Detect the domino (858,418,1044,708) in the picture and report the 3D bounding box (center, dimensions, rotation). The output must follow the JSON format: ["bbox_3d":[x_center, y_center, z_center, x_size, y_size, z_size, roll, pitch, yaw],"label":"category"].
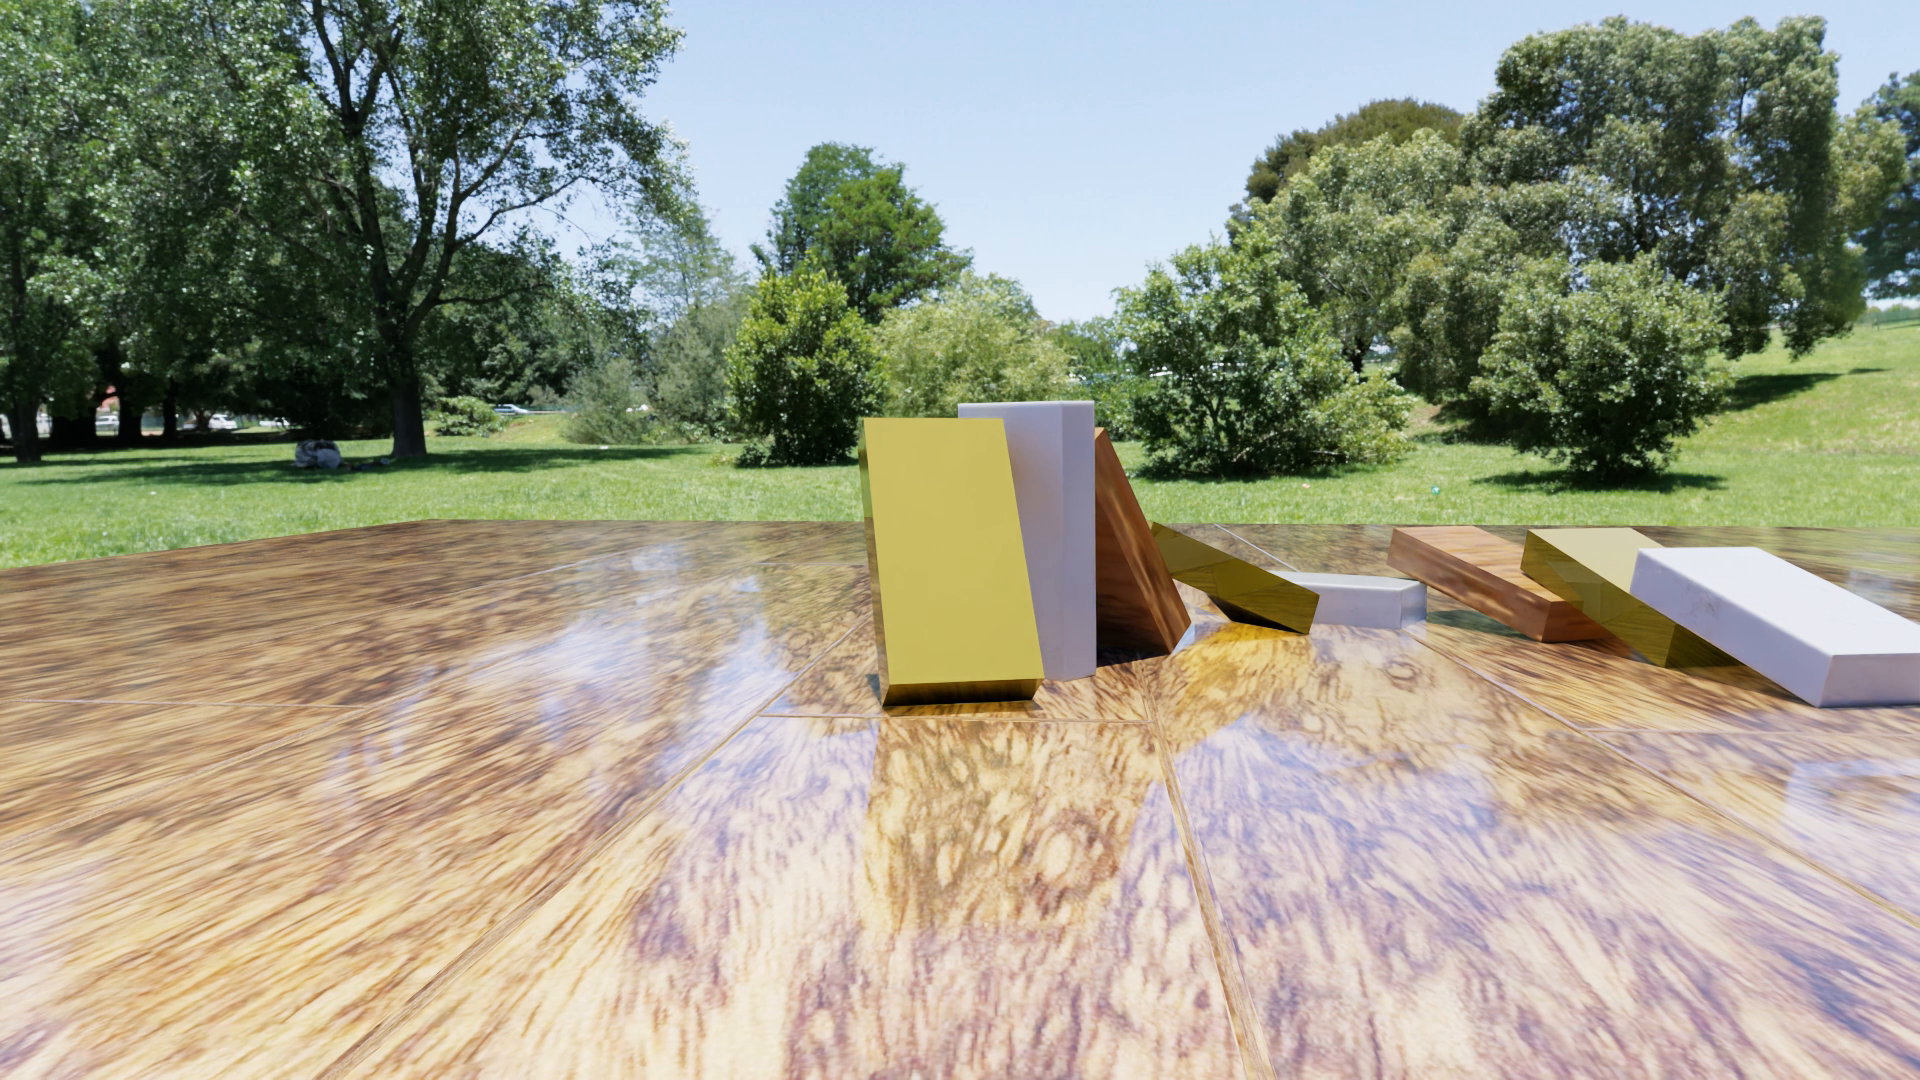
[{"bbox_3d":[-0.002,0.003,0.218,0.025,0.050,0.009,-1,-29,-12],"label":"domino"}]

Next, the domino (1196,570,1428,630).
[{"bbox_3d":[0.087,0.014,0.317,0.050,0.010,0.025,3,5,33],"label":"domino"}]

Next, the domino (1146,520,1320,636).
[{"bbox_3d":[0.053,0.008,0.285,0.050,0.009,0.025,22,-7,-28],"label":"domino"}]

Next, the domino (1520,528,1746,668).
[{"bbox_3d":[0.143,0.011,0.267,0.025,0.010,0.050,-1,21,-9],"label":"domino"}]

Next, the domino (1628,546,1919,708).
[{"bbox_3d":[0.148,0.014,0.230,0.025,0.010,0.050,-1,19,-7],"label":"domino"}]

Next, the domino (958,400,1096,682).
[{"bbox_3d":[0.012,0.000,0.239,0.025,0.050,0.009,4,7,43],"label":"domino"}]

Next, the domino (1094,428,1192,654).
[{"bbox_3d":[0.026,0.000,0.258,0.025,0.050,0.010,4,43,43],"label":"domino"}]

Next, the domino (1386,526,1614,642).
[{"bbox_3d":[0.127,0.009,0.300,0.025,0.010,0.050,-2,19,-23],"label":"domino"}]
